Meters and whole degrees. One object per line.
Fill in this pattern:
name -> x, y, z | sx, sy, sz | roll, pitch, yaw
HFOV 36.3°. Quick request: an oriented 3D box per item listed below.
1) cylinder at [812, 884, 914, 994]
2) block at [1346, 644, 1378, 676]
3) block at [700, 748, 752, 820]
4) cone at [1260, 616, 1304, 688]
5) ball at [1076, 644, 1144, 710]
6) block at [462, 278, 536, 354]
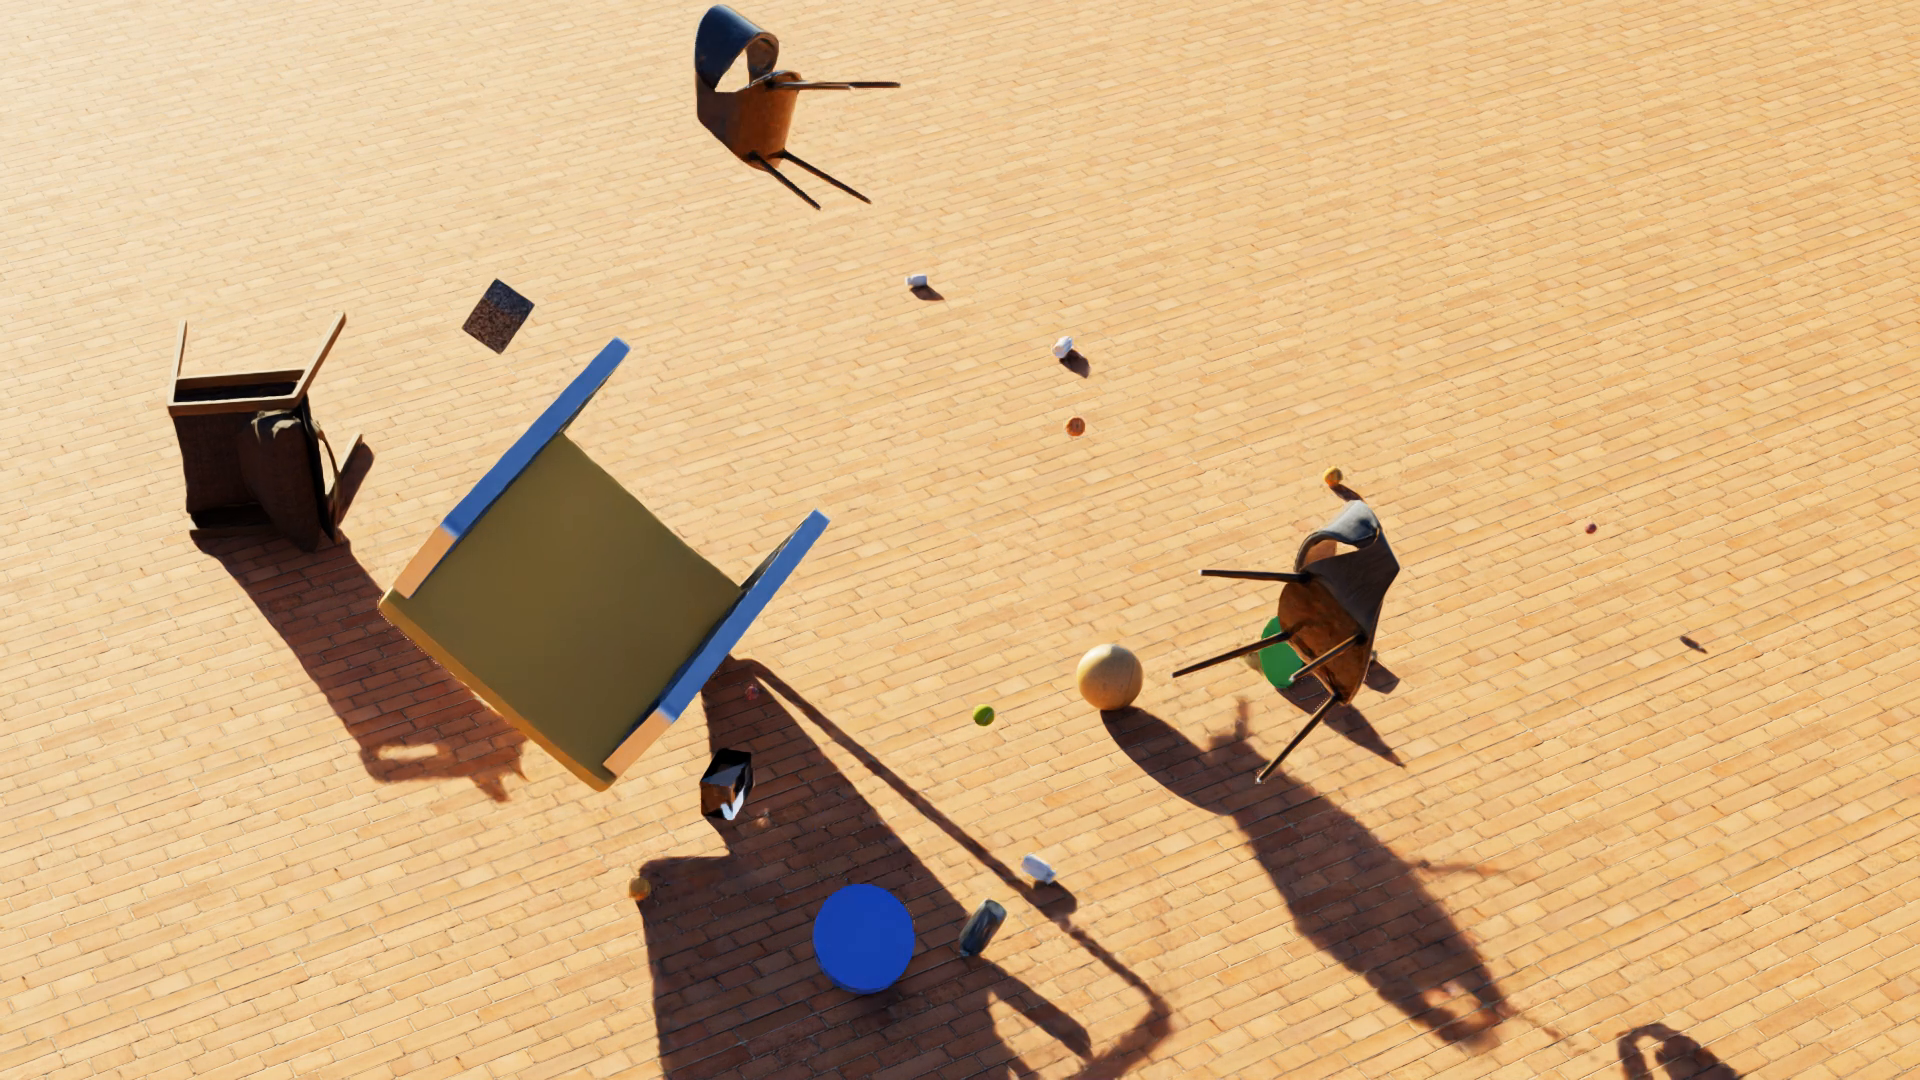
cylinder -> -0.292, 1.202, 8.829 | 0.298, 0.157, 0.318 | -23, 79, -10
block -> 1.409, 0.422, 10.263 | 0.066, 0.045, 0.105 | 19, 38, 27
block -> -0.765, 0.799, 9.608 | 0.109, 0.136, 0.189 | 9, 35, 14
cone -> 1.166, 0.378, 10.268 | 0.159, 0.251, 0.256 | 1, 5, 25
ball -> 0.513, 0.468, 10.023 | 0.232, 0.232, 0.232 | 0, 33, 0
block -> -1.720, -0.832, 10.920 | 0.176, 0.177, 0.149 | 35, 33, -10
